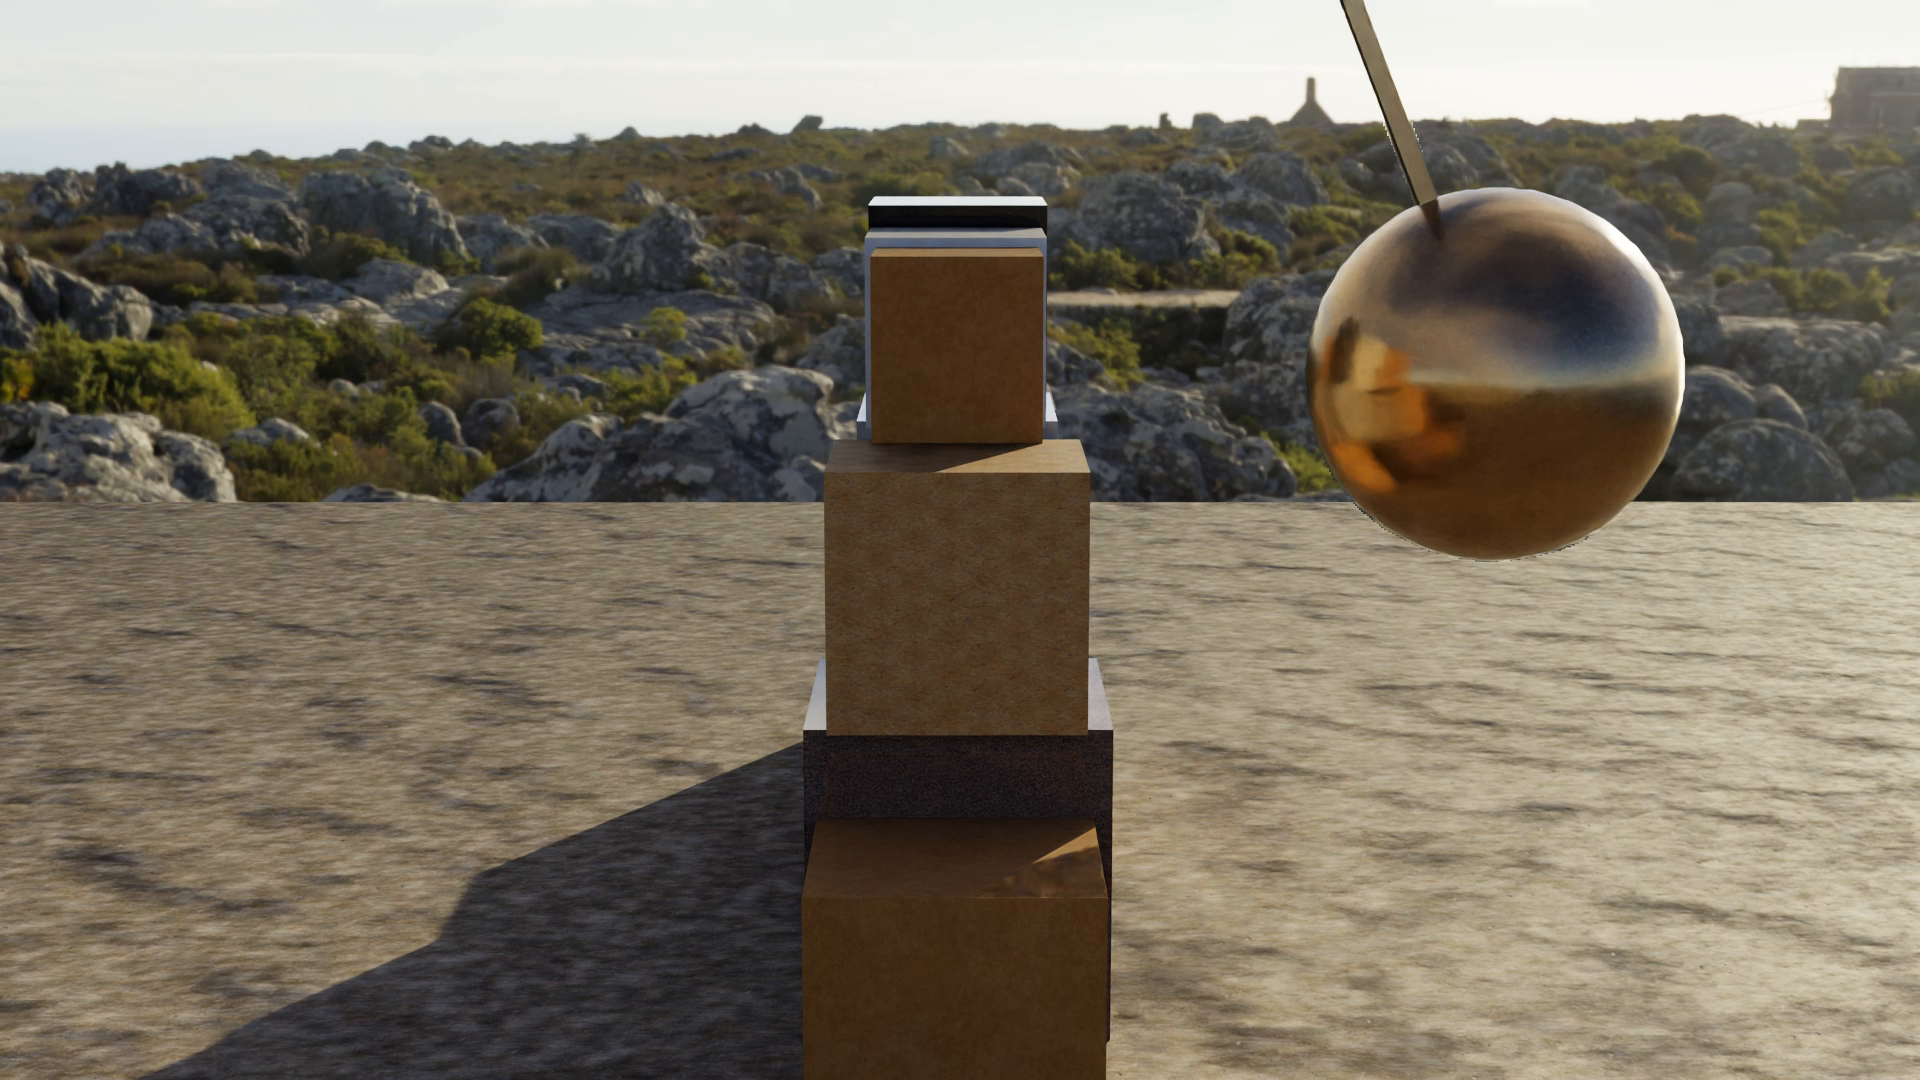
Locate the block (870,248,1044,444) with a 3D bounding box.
[{"bbox_3d":[-0.011,-0.768,9.969,0.646,0.701,0.693,0,9,0],"label":"block"}]

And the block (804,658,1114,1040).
[{"bbox_3d":[-0.006,1.159,9.898,1.117,1.178,1.147,0,10,0],"label":"block"}]

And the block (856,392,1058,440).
[{"bbox_3d":[-0.012,-0.151,11.158,0.830,0.867,0.962,0,10,0],"label":"block"}]

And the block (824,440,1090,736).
[{"bbox_3d":[-0.010,0.156,9.474,0.934,0.948,0.826,0,10,0],"label":"block"}]

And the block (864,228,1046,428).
[{"bbox_3d":[-0.017,-0.892,10.663,0.727,0.769,0.706,0,10,0],"label":"block"}]

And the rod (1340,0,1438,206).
[{"bbox_3d":[0.994,-3.804,10.489,0.080,5.200,0.080,-22,10,4],"label":"rod"}]

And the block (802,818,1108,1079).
[{"bbox_3d":[-0.017,1.506,8.906,1.002,0.850,0.909,0,10,0],"label":"block"}]

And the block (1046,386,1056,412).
[{"bbox_3d":[0.011,-0.277,12.072,0.848,0.788,0.862,0,10,0],"label":"block"}]

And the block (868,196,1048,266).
[{"bbox_3d":[-0.009,-1.070,11.378,0.763,0.862,0.747,0,10,0],"label":"block"}]

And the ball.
[{"bbox_3d":[2.295,-0.713,11.051,1.600,1.600,1.600,0,10,0],"label":"ball"}]
